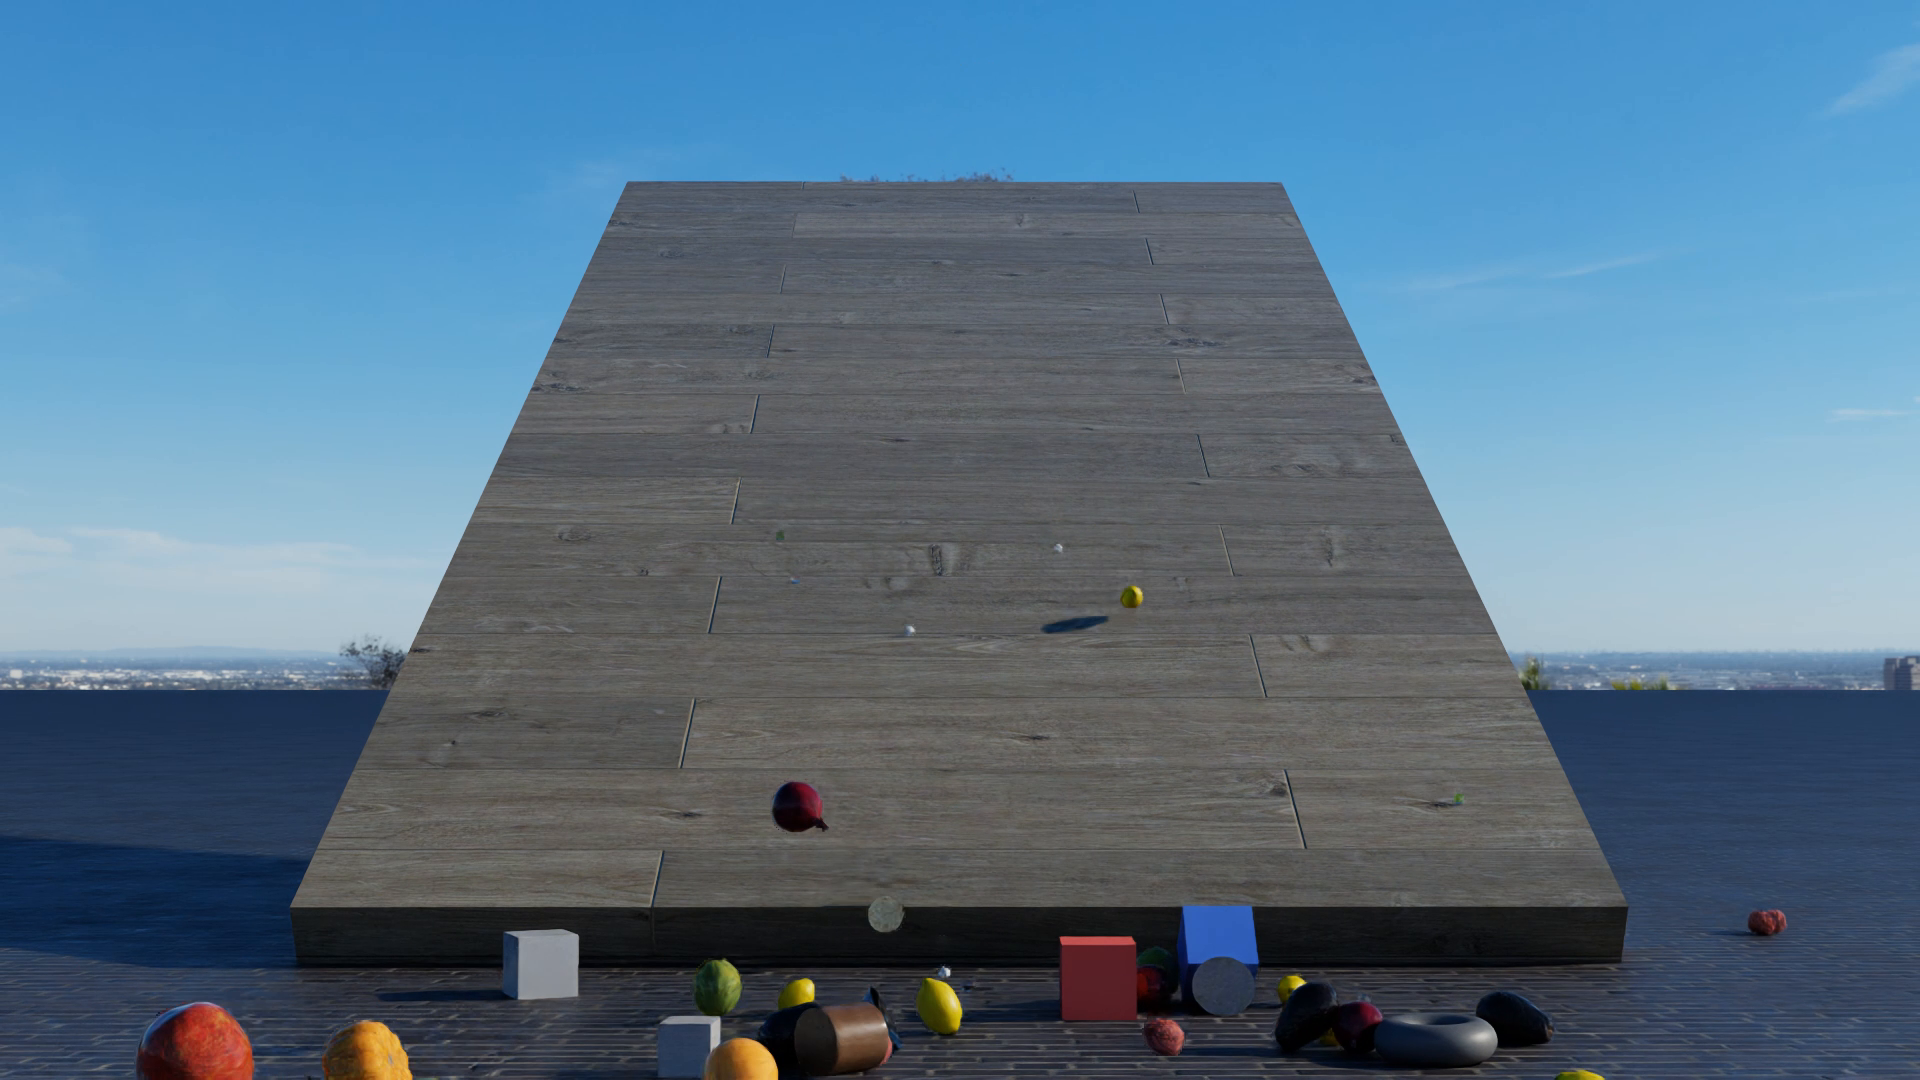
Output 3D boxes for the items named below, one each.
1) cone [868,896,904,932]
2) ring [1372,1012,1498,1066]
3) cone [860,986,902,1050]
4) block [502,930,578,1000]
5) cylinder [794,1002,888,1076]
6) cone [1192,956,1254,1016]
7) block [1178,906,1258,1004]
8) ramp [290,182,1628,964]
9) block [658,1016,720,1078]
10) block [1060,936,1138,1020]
[{"bbox_3d":[-0.114,0.550,3.449,0.053,0.053,0.053,1,0,-11],"label":"cone"},{"bbox_3d":[0.533,0.561,2.616,0.137,0.046,0.137,-1,-3,0],"label":"ring"},{"bbox_3d":[-0.121,0.570,2.696,0.080,0.080,0.080,-27,-5,2],"label":"cone"},{"bbox_3d":[-0.570,0.576,3.165,0.083,0.083,0.083,2,-4,-25],"label":"block"},{"bbox_3d":[-0.129,0.542,2.531,0.073,0.073,0.073,3,-5,-43],"label":"cylinder"},{"bbox_3d":[0.339,0.590,3.009,0.080,0.080,0.080,0,-30,4],"label":"cone"},{"bbox_3d":[0.339,0.547,3.074,0.091,0.091,0.091,0,-44,-1],"label":"block"},{"bbox_3d":[-0.008,-0.229,5.324,2.000,0.100,4.000,0,24,0],"label":"ramp"},{"bbox_3d":[-0.293,0.549,2.524,0.057,0.057,0.057,0,-4,4],"label":"block"},{"bbox_3d":[0.175,0.558,2.971,0.094,0.094,0.094,0,-4,0],"label":"block"}]
